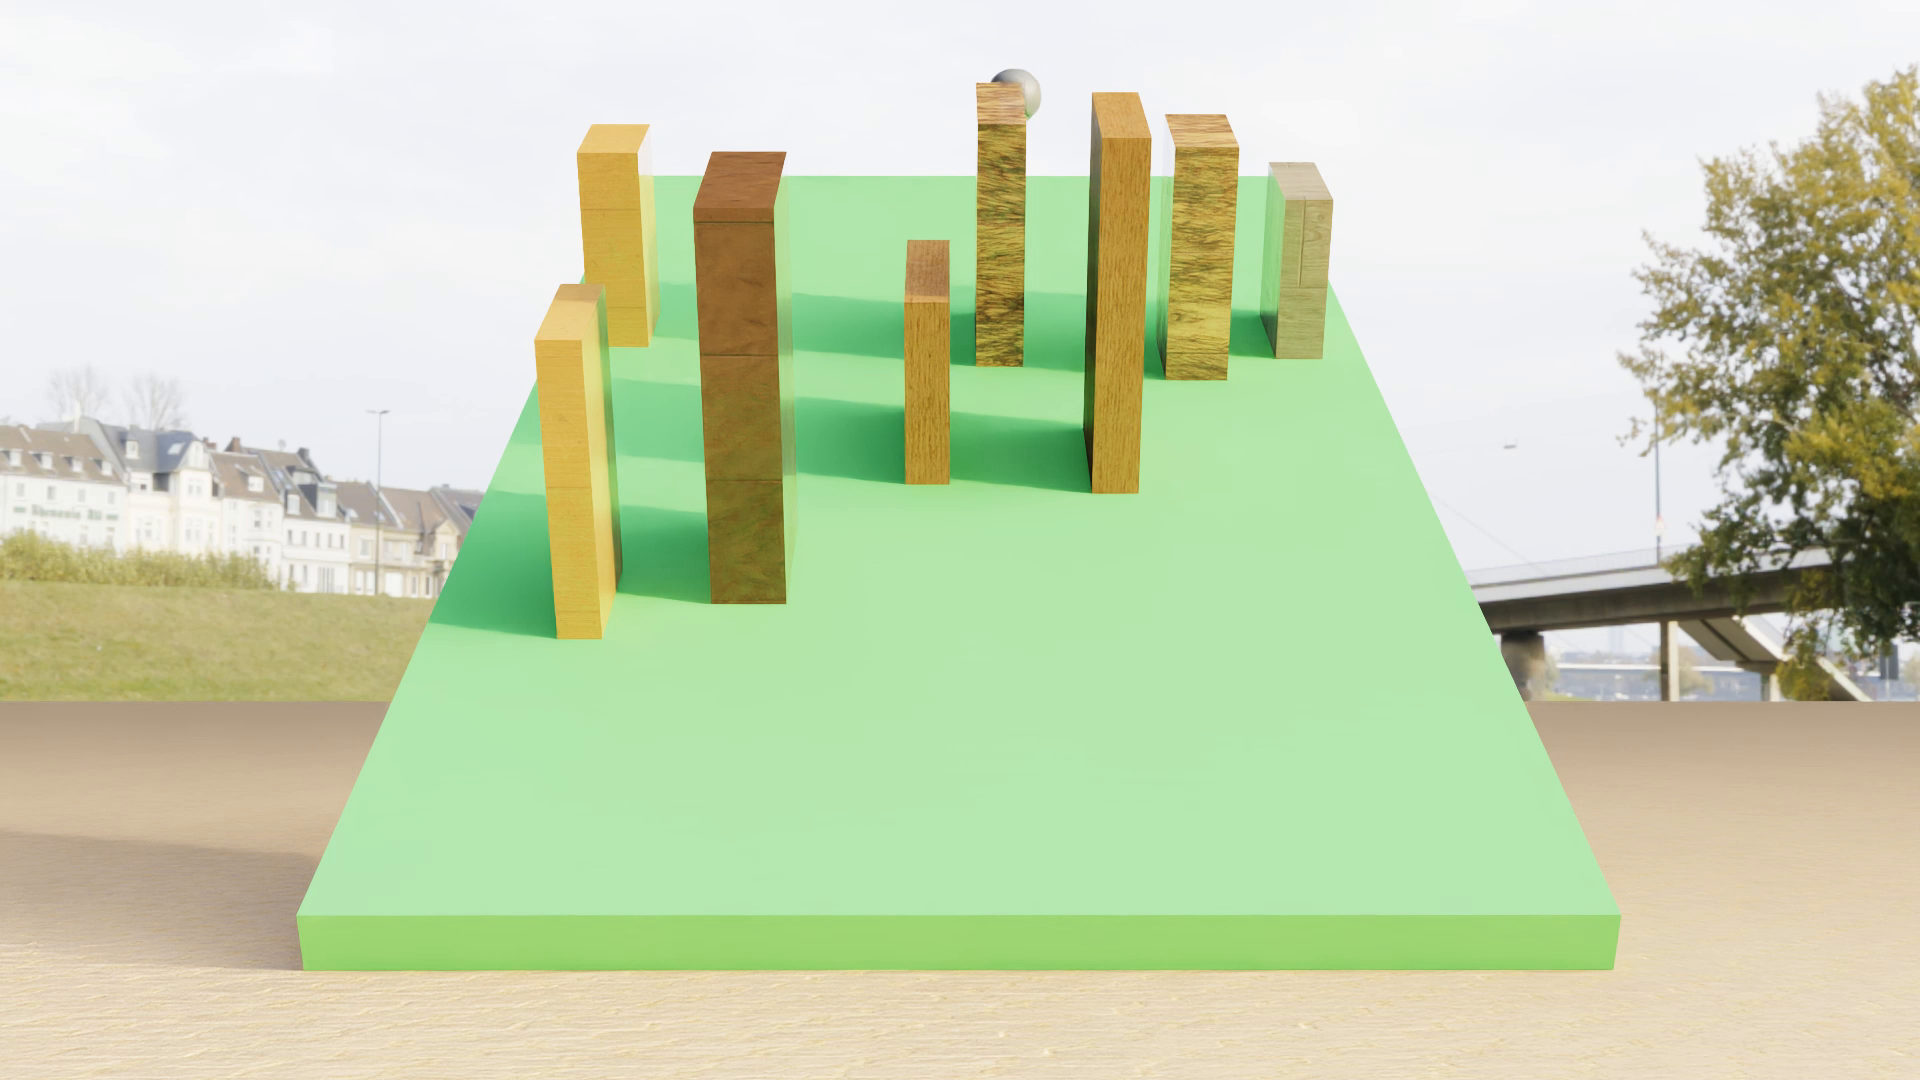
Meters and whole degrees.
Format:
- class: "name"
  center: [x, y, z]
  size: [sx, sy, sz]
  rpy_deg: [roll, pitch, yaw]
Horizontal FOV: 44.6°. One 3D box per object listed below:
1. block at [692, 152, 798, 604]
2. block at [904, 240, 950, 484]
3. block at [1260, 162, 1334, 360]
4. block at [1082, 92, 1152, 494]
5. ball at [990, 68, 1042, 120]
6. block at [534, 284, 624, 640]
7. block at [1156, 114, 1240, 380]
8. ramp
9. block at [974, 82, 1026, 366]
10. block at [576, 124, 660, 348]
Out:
- class: "block"
  center: [-0.404, -0.312, 4.488]
  size: [0.144, 0.786, 0.374]
  rpy_deg: [0, 25, 0]
- class: "block"
  center: [-0.070, -0.394, 5.115]
  size: [0.094, 0.410, 0.426]
  rpy_deg: [0, 25, 0]
- class: "block"
  center: [0.827, -0.693, 5.774]
  size: [0.114, 0.401, 0.329]
  rpy_deg: [0, 25, 0]
- class: "block"
  center: [0.330, -0.526, 4.971]
  size: [0.099, 0.771, 0.368]
  rpy_deg: [0, 25, 0]
- class: "ball"
  center: [0.161, -1.316, 6.931]
  size: [0.163, 0.163, 0.163]
  rpy_deg: [0, -4, 0]
- class: "block"
  center: [-0.707, -0.148, 4.366]
  size: [0.083, 0.590, 0.308]
  rpy_deg: [0, 25, 0]
- class: "block"
  center: [0.564, -0.701, 5.593]
  size: [0.147, 0.568, 0.300]
  rpy_deg: [0, 25, 0]
- class: "ramp"
  center: [-0.009, -0.229, 5.366]
  size: [2.000, 0.100, 4.000]
  rpy_deg: [0, 25, 0]
- class: "block"
  center: [0.096, -0.773, 5.710]
  size: [0.114, 0.598, 0.394]
  rpy_deg: [0, 25, 0]
- class: "block"
  center: [-0.842, -0.755, 5.792]
  size: [0.146, 0.491, 0.264]
  rpy_deg: [0, 25, 0]
